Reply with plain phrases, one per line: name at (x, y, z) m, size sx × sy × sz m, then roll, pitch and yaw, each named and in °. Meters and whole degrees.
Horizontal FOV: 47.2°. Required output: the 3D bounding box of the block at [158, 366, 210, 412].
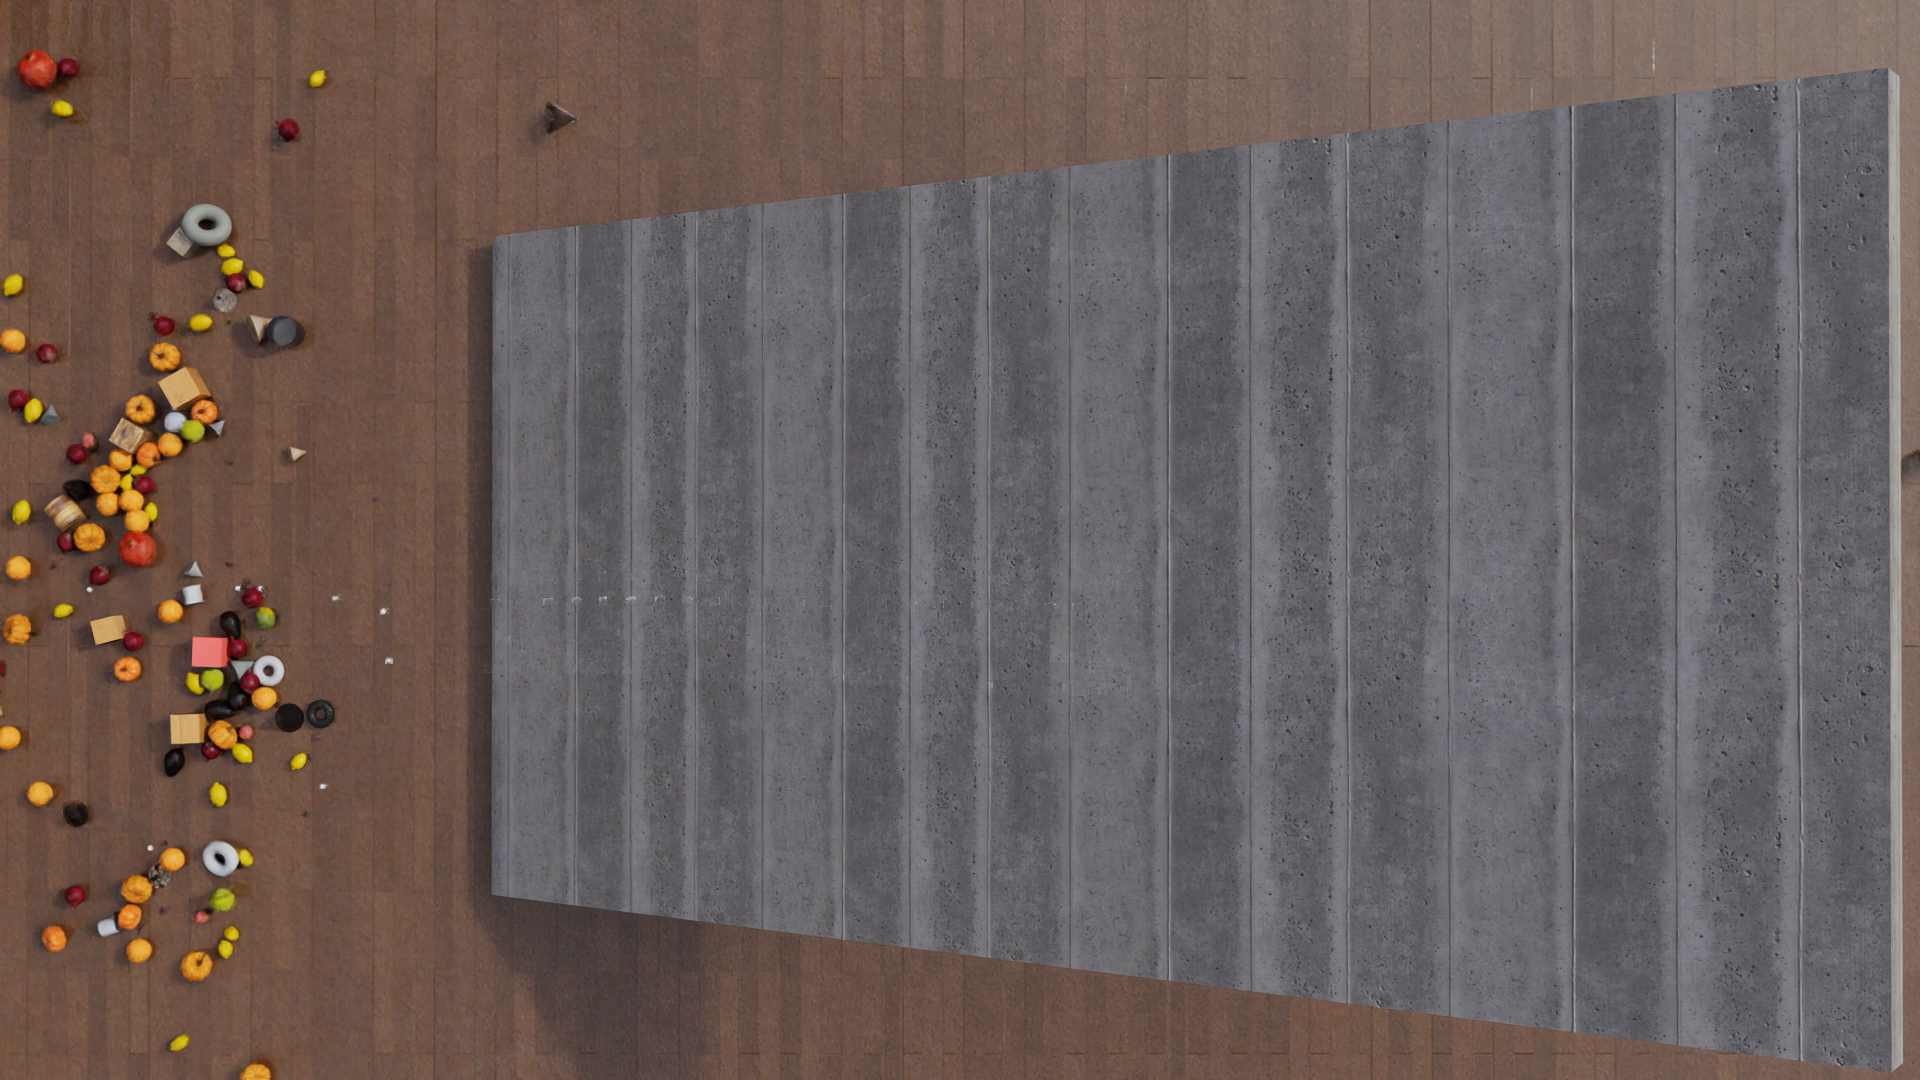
block at (-2.367, -0.461, 6.716) m, size 0.095 × 0.095 × 0.095 m, roll -30°, pitch 90°, yaw 0°

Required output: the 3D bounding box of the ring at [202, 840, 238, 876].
ring at (-2.261, 0.972, 6.720) m, size 0.116 × 0.039 × 0.116 m, roll 4°, pitch 109°, yaw 12°

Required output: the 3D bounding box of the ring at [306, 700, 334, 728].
ring at (-1.960, 0.533, 6.742) m, size 0.087 × 0.029 × 0.087 m, roll 0°, pitch 90°, yaw 1°

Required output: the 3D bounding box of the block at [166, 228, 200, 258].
block at (-2.375, -0.909, 6.735) m, size 0.065 × 0.065 × 0.065 m, roll 38°, pitch 90°, yaw 0°

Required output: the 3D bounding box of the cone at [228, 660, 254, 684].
cone at (-2.187, 0.388, 6.740) m, size 0.079 × 0.079 × 0.079 m, roll -26°, pitch 90°, yaw -27°

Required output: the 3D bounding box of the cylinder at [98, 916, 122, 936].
cylinder at (-2.601, 1.181, 6.726) m, size 0.050 × 0.050 × 0.050 m, roll -23°, pitch 90°, yaw 12°

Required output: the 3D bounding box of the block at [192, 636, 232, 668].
block at (-2.284, 0.341, 6.714) m, size 0.088 × 0.088 × 0.088 m, roll 2°, pitch 90°, yaw 0°

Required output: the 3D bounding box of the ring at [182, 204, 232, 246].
ring at (-2.301, -0.962, 6.718) m, size 0.147 × 0.049 × 0.147 m, roll 10°, pitch 59°, yaw -16°

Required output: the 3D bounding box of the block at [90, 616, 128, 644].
block at (-2.601, 0.275, 6.722) m, size 0.073 × 0.073 × 0.073 m, roll -14°, pitch 90°, yaw 0°

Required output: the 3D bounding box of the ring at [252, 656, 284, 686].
ring at (-2.120, 0.401, 6.742) m, size 0.097 × 0.032 × 0.097 m, roll 0°, pitch 91°, yaw 0°

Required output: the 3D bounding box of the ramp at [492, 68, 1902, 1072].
ramp at (0.244, 0.067, 5.569) m, size 4.000 × 0.100 × 2.000 m, roll 0°, pitch 89°, yaw 35°

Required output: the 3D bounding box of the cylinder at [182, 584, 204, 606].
cylinder at (-2.348, 0.168, 6.733) m, size 0.053 × 0.053 × 0.053 m, roll -12°, pitch 90°, yaw 0°

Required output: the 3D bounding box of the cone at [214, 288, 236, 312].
cone at (-2.263, -0.738, 6.730) m, size 0.072 × 0.072 × 0.072 m, roll 0°, pitch 90°, yaw 0°

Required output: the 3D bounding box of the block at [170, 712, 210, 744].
block at (-2.350, 0.574, 6.712) m, size 0.087 × 0.087 × 0.087 m, roll -2°, pitch 90°, yaw 0°

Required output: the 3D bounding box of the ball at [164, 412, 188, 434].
ball at (-2.401, -0.359, 6.729) m, size 0.068 × 0.068 × 0.068 m, roll 0°, pitch 90°, yaw 0°

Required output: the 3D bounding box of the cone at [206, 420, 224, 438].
cone at (-2.275, -0.351, 6.751) m, size 0.053 × 0.053 × 0.053 m, roll 38°, pitch 63°, yaw 0°

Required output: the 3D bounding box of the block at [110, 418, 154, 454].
block at (-2.533, -0.317, 6.723) m, size 0.080 × 0.080 × 0.080 m, roll 31°, pitch 90°, yaw 0°

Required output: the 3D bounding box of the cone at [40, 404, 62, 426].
cone at (-2.789, -0.393, 6.750) m, size 0.059 × 0.059 × 0.059 m, roll -9°, pitch 63°, yaw 0°

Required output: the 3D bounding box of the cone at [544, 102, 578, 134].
cone at (-1.214, -1.293, 6.749) m, size 0.096 × 0.096 × 0.096 m, roll -2°, pitch 89°, yaw -27°

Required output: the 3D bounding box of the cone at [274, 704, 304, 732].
cone at (-2.060, 0.546, 6.711) m, size 0.090 × 0.090 × 0.090 m, roll 0°, pitch 90°, yaw 0°

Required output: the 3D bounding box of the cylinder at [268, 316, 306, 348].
cylinder at (-2.059, -0.635, 6.721) m, size 0.090 × 0.090 × 0.090 m, roll 0°, pitch 90°, yaw 0°

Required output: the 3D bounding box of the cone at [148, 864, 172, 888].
cone at (-2.458, 1.033, 6.716) m, size 0.073 × 0.073 × 0.073 m, roll 0°, pitch 90°, yaw 0°

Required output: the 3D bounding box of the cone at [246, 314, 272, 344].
cone at (-2.125, -0.660, 6.744) m, size 0.095 × 0.095 × 0.095 m, roll -22°, pitch 90°, yaw -27°
